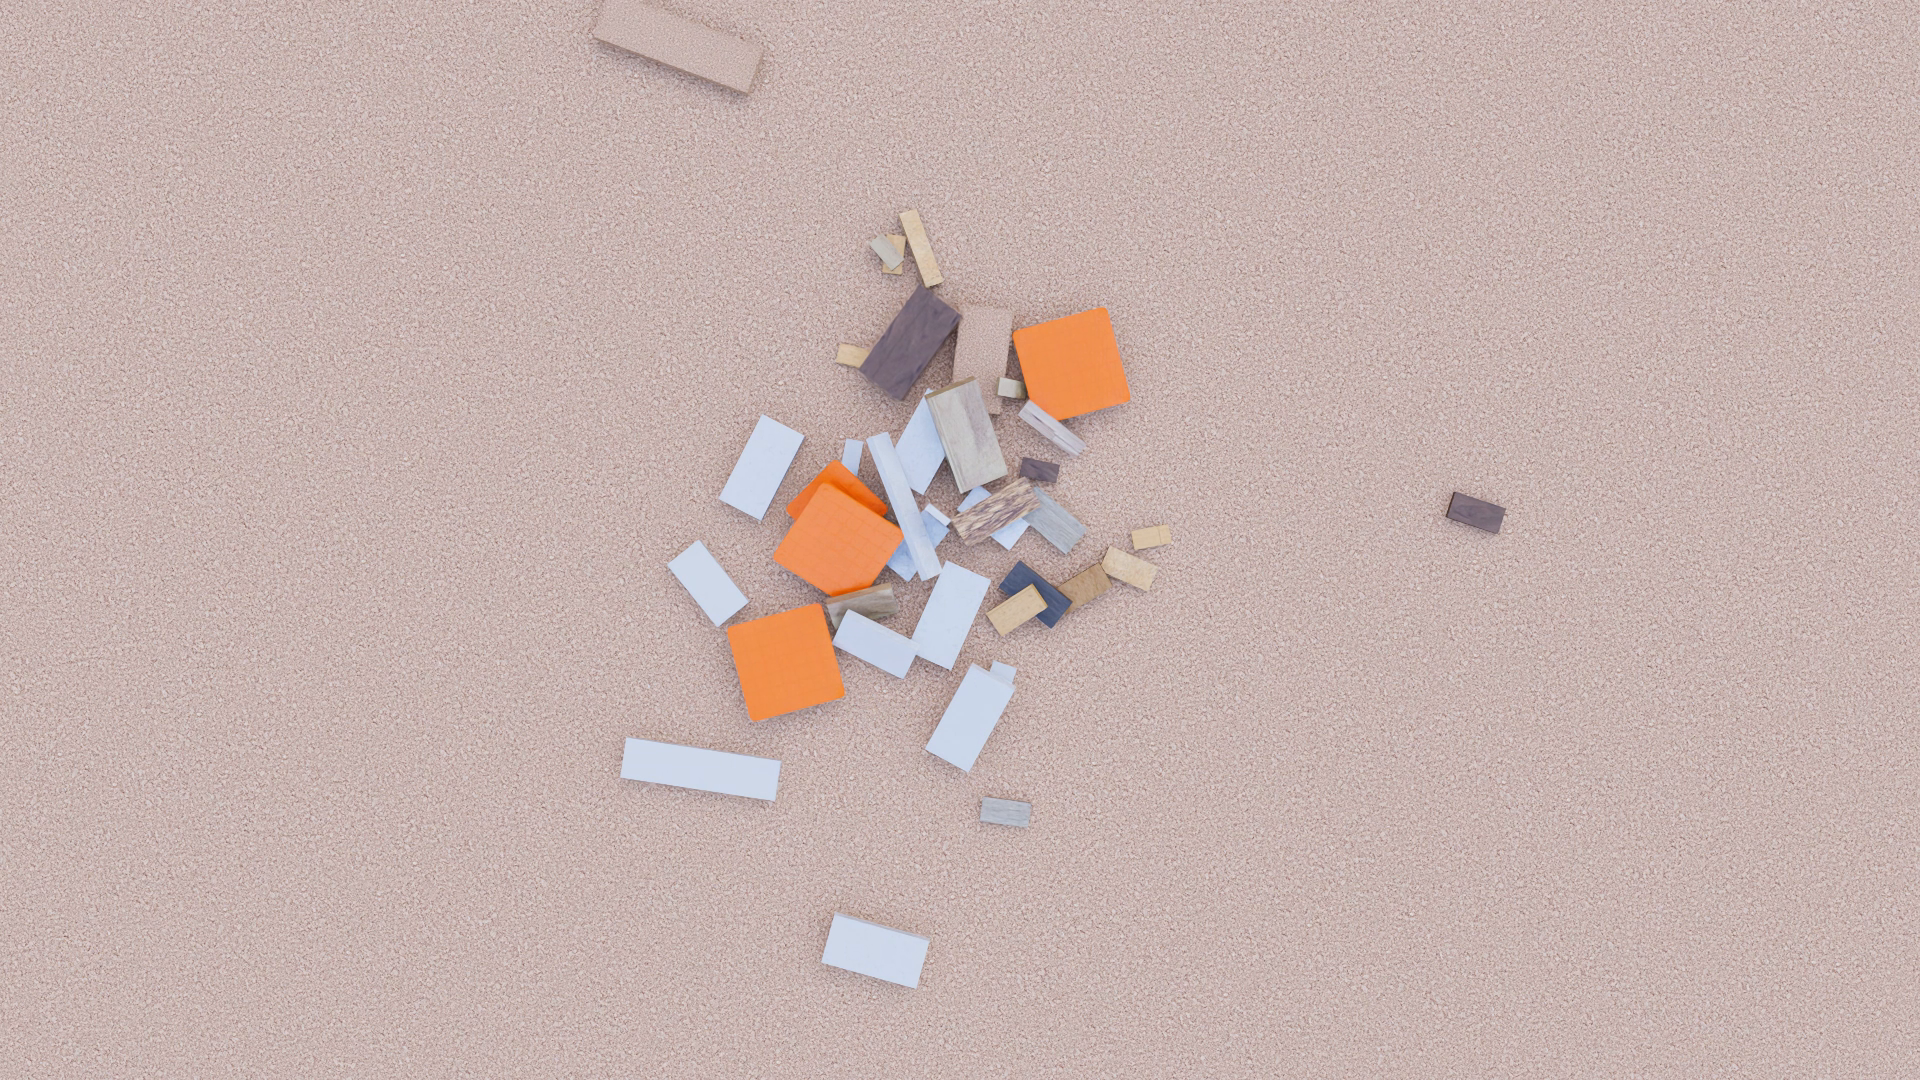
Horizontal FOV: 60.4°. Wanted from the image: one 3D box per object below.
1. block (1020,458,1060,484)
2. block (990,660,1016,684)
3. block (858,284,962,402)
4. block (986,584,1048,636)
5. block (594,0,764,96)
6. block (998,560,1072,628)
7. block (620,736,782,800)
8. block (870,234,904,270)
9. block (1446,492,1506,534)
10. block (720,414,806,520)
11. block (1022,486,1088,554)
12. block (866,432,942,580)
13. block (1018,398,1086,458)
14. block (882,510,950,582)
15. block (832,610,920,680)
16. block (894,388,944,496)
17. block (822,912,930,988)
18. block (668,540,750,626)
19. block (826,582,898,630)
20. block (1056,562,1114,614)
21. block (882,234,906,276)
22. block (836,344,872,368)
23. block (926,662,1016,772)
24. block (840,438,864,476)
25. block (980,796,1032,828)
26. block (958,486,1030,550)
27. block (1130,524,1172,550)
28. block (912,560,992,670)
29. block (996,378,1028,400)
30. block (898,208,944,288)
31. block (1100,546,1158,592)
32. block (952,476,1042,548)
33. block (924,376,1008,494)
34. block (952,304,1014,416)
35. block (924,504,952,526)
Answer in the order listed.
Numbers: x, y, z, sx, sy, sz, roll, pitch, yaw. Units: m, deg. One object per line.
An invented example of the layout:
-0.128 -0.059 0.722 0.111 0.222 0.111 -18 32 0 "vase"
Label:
0.265 -0.232 5.491 0.126 0.018 0.063 12 90 0 "block"
0.124 0.488 5.466 0.081 0.023 0.162 19 90 0 "block"
-0.163 -0.650 5.441 0.173 0.049 0.346 36 96 -1 "block"
0.188 0.231 5.456 0.185 0.026 0.093 -34 92 19 "block"
-0.932 -1.646 5.478 0.543 0.045 0.158 20 90 0 "block"
0.251 0.180 5.467 0.224 0.032 0.112 39 100 4 "block"
-0.859 0.760 5.481 0.517 0.038 0.133 9 90 0 "block"
-0.242 -0.956 5.474 0.058 0.016 0.116 -41 90 0 "block"
1.716 -0.090 5.487 0.177 0.025 0.089 18 90 0 "block"
-0.656 -0.241 5.478 0.158 0.045 0.315 27 90 0 "block"
0.302 -0.066 5.484 0.224 0.032 0.112 41 90 0 "block"
-0.181 -0.111 5.408 0.026 0.093 0.498 -20 93 35 "block"
0.304 -0.367 5.449 0.249 0.018 0.063 36 106 -16 "block"
-0.146 0.019 5.484 0.110 0.031 0.221 39 90 0 "block"
-0.278 0.345 5.448 0.266 0.038 0.133 26 123 0 "block"
-0.112 -0.326 5.451 0.158 0.045 0.315 30 100 0 "block"
-0.280 1.362 5.477 0.326 0.046 0.163 16 90 0 "block"
-0.835 0.144 5.481 0.133 0.038 0.266 -39 90 0 "block"
-0.322 0.218 5.453 0.221 0.031 0.110 -15 129 0 "block"
0.405 0.161 5.473 0.185 0.026 0.093 -31 90 8 "block"
-0.219 -0.950 5.491 0.064 0.018 0.128 7 90 0 "block"
-0.343 -0.609 5.491 0.128 0.018 0.064 13 90 0 "block"
0.034 0.586 5.440 0.163 0.046 0.326 28 103 0 "block"
-0.360 -0.275 5.492 0.058 0.016 0.116 11 90 0 "block"
0.151 0.904 5.489 0.162 0.023 0.081 8 90 0 "block"
0.110 -0.076 5.484 0.221 0.031 0.110 38 90 0 "block"
0.636 -0.010 5.491 0.126 0.018 0.063 -11 90 0 "block"
-0.037 0.249 5.477 0.163 0.046 0.326 24 90 0 "block"
0.170 -0.501 5.459 0.116 0.016 0.058 7 90 -36 "block"
-0.131 -0.968 5.482 0.064 0.018 0.260 -20 90 -17 "block"
0.560 0.096 5.487 0.177 0.025 0.089 24 90 0 "block"
0.120 -0.092 5.453 0.281 0.032 0.112 -30 90 0 "block"
0.022 -0.344 5.399 0.173 0.049 0.346 -23 113 -7 "block"
0.069 -0.597 5.475 0.173 0.049 0.347 7 90 0 "block"
-0.071 -0.081 5.400 0.089 0.201 0.025 39 90 0 "block"
